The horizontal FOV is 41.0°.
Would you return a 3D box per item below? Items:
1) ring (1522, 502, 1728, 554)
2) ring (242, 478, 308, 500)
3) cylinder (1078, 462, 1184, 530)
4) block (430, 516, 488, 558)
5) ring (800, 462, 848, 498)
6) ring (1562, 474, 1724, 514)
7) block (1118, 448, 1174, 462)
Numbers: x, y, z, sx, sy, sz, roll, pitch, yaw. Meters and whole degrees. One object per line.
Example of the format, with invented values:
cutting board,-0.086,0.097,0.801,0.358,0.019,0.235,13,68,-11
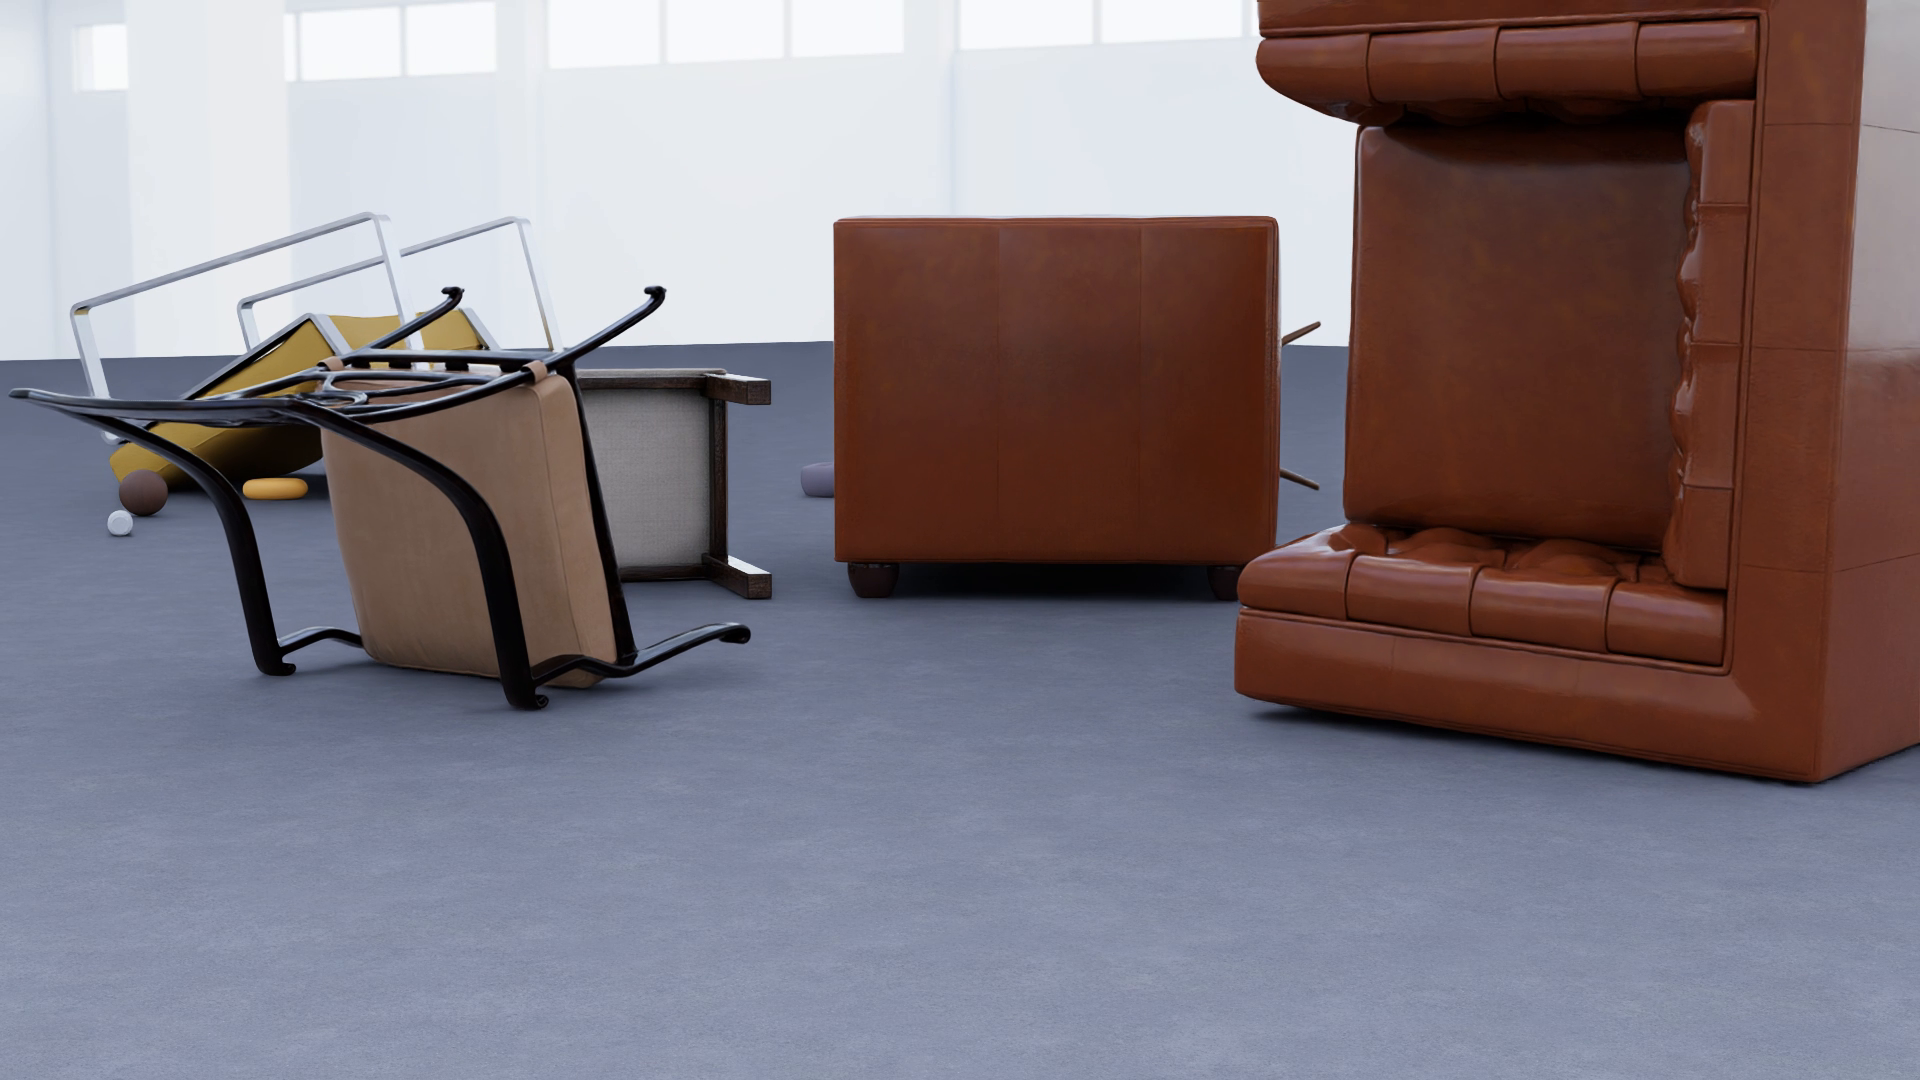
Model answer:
ring,1.598,-0.030,6.175,0.483,0.108,0.452,1,4,29
ring,-2.026,-0.151,7.591,0.192,0.060,0.147,0,5,5
cylinder,0.452,-0.119,6.795,0.294,0.159,0.244,-3,6,-23
block,-1.190,-0.009,6.093,0.111,0.084,0.135,-2,6,-21
ring,-0.408,-0.181,7.701,0.115,0.095,0.223,-12,8,-29
ring,1.795,-0.101,6.751,0.426,0.136,0.300,0,5,-2
block,0.514,-0.159,7.114,0.150,0.173,0.224,0,6,2
